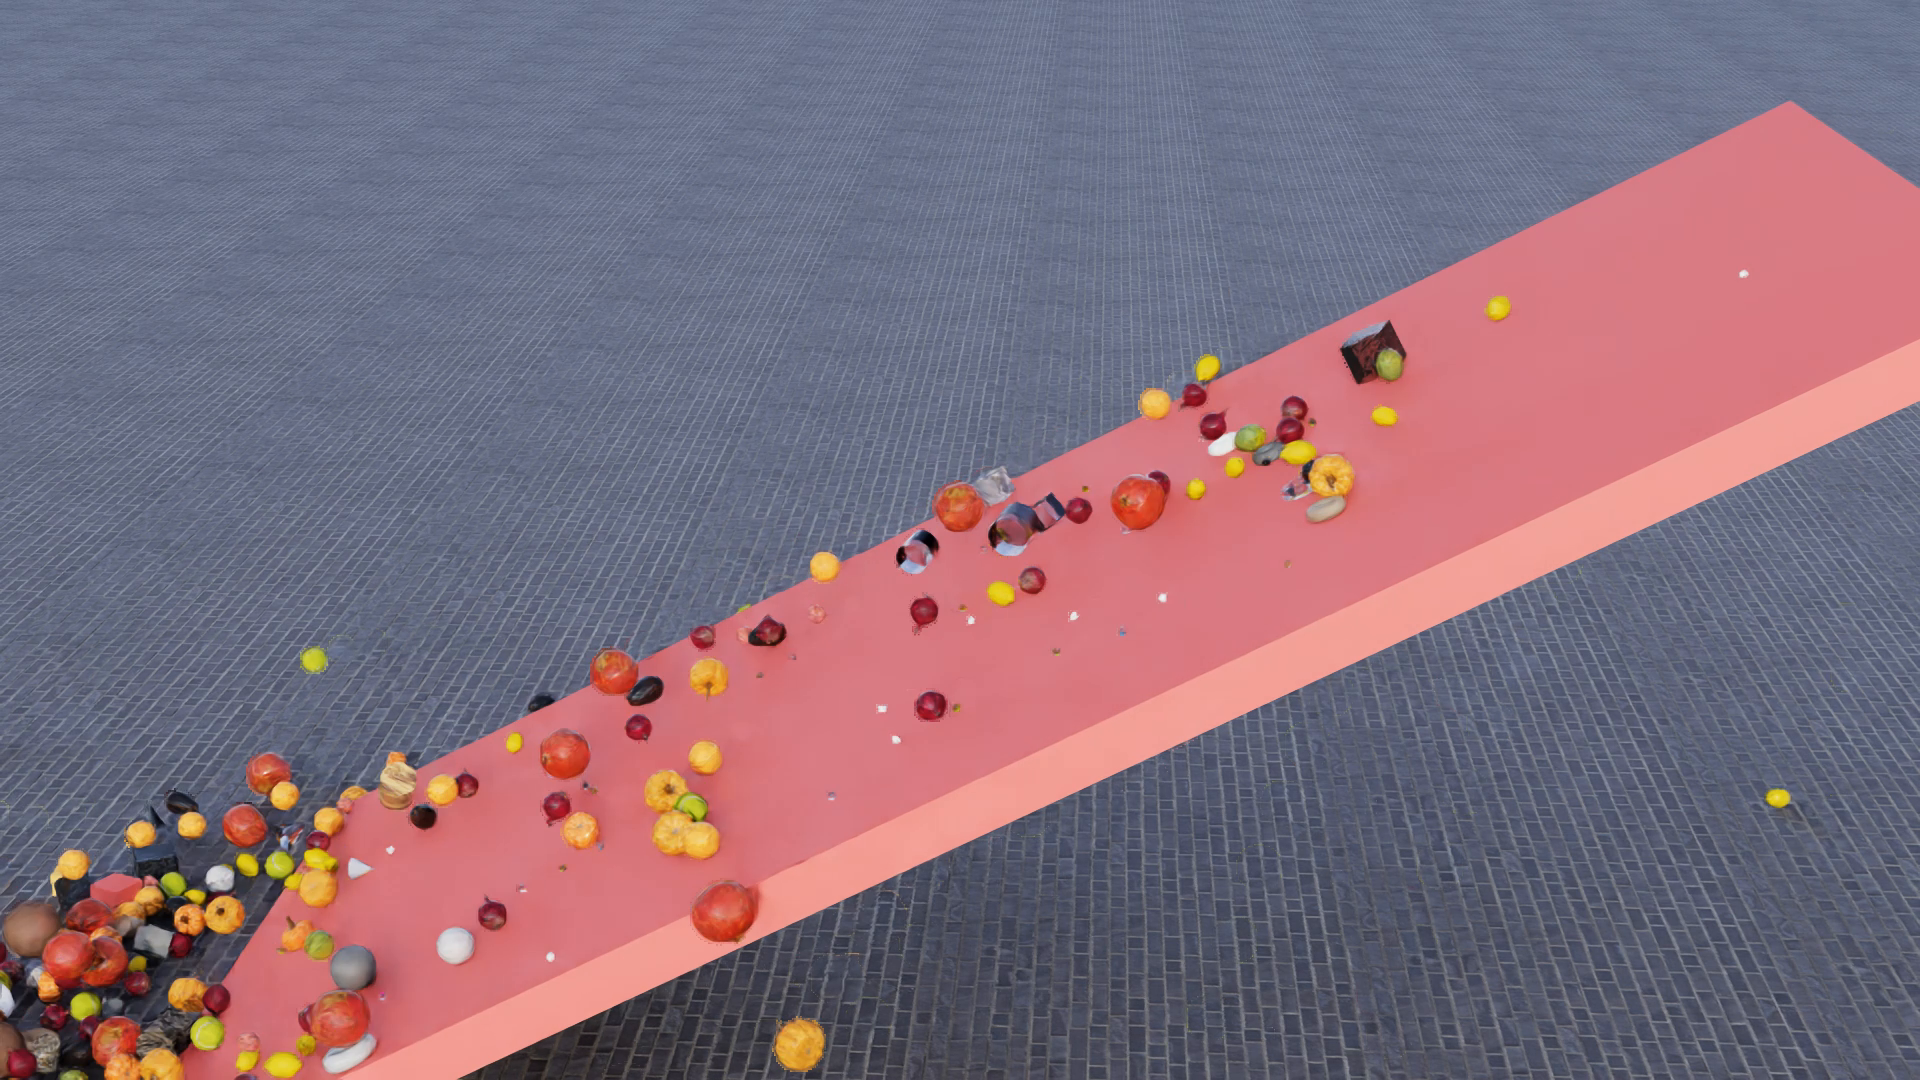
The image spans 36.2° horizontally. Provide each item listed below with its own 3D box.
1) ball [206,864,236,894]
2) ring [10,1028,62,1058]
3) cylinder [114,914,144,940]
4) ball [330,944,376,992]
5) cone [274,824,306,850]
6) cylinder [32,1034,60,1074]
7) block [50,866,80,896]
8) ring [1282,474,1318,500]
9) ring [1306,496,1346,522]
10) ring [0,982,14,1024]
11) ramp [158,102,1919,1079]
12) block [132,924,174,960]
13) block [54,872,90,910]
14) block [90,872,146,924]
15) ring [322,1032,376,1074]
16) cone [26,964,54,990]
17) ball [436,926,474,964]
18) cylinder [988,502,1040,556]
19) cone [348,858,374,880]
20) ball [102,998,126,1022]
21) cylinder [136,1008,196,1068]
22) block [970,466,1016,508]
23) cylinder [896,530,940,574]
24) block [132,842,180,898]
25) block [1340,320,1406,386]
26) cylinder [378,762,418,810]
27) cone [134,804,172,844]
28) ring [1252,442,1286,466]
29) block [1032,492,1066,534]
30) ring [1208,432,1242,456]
[{"bbox_3d":[-1.829,0.840,7.274,0.072,0.072,0.072,0,17,0],"label":"ball"},{"bbox_3d":[-2.031,1.107,6.466,0.107,0.036,0.107,-1,16,0],"label":"ring"},{"bbox_3d":[-1.975,0.920,6.996,0.051,0.051,0.051,8,-16,25],"label":"cylinder"},{"bbox_3d":[-1.239,0.875,6.010,0.094,0.094,0.094,0,17,0],"label":"ball"},{"bbox_3d":[-1.681,0.734,7.428,0.073,0.073,0.073,-33,34,-33],"label":"cone"},{"bbox_3d":[-1.972,1.110,6.349,0.059,0.059,0.059,9,33,-6],"label":"cylinder"},{"bbox_3d":[-2.212,0.845,7.281,0.058,0.058,0.058,0,17,0],"label":"block"},{"bbox_3d":[0.686,-0.106,5.935,0.083,0.028,0.083,-27,12,6],"label":"ring"},{"bbox_3d":[0.711,-0.059,5.713,0.084,0.028,0.084,-24,11,5],"label":"ring"},{"bbox_3d":[-2.170,1.033,6.558,0.114,0.114,0.038,-10,-24,-29],"label":"ring"},{"bbox_3d":[0.140,0.167,6.281,4.000,0.100,2.000,-26,14,10],"label":"ramp"},{"bbox_3d":[-1.889,0.940,6.880,0.060,0.060,0.060,30,-30,-36],"label":"block"},{"bbox_3d":[-2.164,0.856,7.186,0.066,0.066,0.066,-12,-13,-35],"label":"block"},{"bbox_3d":[-2.046,0.872,7.141,0.088,0.088,0.088,9,19,28],"label":"block"},{"bbox_3d":[-1.165,0.979,5.613,0.110,0.037,0.110,-25,13,6],"label":"ring"},{"bbox_3d":[-2.104,1.019,6.765,0.061,0.061,0.061,33,26,11],"label":"cone"},{"bbox_3d":[-1.001,0.805,5.838,0.075,0.075,0.075,0,17,0],"label":"ball"},{"bbox_3d":[0.121,-0.023,6.599,0.091,0.091,0.091,6,26,18],"label":"cylinder"},{"bbox_3d":[-1.389,0.765,6.843,0.054,0.054,0.054,0,17,2],"label":"cone"},{"bbox_3d":[-1.901,1.055,6.606,0.052,0.052,0.052,0,17,0],"label":"ball"},{"bbox_3d":[-1.670,1.048,6.188,0.092,0.092,0.092,4,23,12],"label":"cylinder"},{"bbox_3d":[0.080,-0.129,7.116,0.065,0.065,0.065,-18,17,36],"label":"block"},{"bbox_3d":[-0.098,0.029,6.863,0.077,0.077,0.077,7,29,22],"label":"cylinder"},{"bbox_3d":[-1.994,0.819,7.298,0.096,0.096,0.096,-7,18,-21],"label":"block"},{"bbox_3d":[0.909,-0.412,6.464,0.092,0.092,0.092,-19,17,35],"label":"block"},{"bbox_3d":[-1.351,0.592,7.062,0.087,0.087,0.087,7,58,-12],"label":"cylinder"},{"bbox_3d":[-2.094,0.724,7.610,0.096,0.096,0.096,0,17,0],"label":"cone"},{"bbox_3d":[0.659,-0.185,6.276,0.078,0.026,0.078,-26,15,8],"label":"ring"},{"bbox_3d":[0.194,-0.060,6.642,0.056,0.056,0.056,-35,7,38],"label":"block"},{"bbox_3d":[0.587,-0.212,6.509,0.081,0.027,0.081,-28,13,7],"label":"ring"}]
